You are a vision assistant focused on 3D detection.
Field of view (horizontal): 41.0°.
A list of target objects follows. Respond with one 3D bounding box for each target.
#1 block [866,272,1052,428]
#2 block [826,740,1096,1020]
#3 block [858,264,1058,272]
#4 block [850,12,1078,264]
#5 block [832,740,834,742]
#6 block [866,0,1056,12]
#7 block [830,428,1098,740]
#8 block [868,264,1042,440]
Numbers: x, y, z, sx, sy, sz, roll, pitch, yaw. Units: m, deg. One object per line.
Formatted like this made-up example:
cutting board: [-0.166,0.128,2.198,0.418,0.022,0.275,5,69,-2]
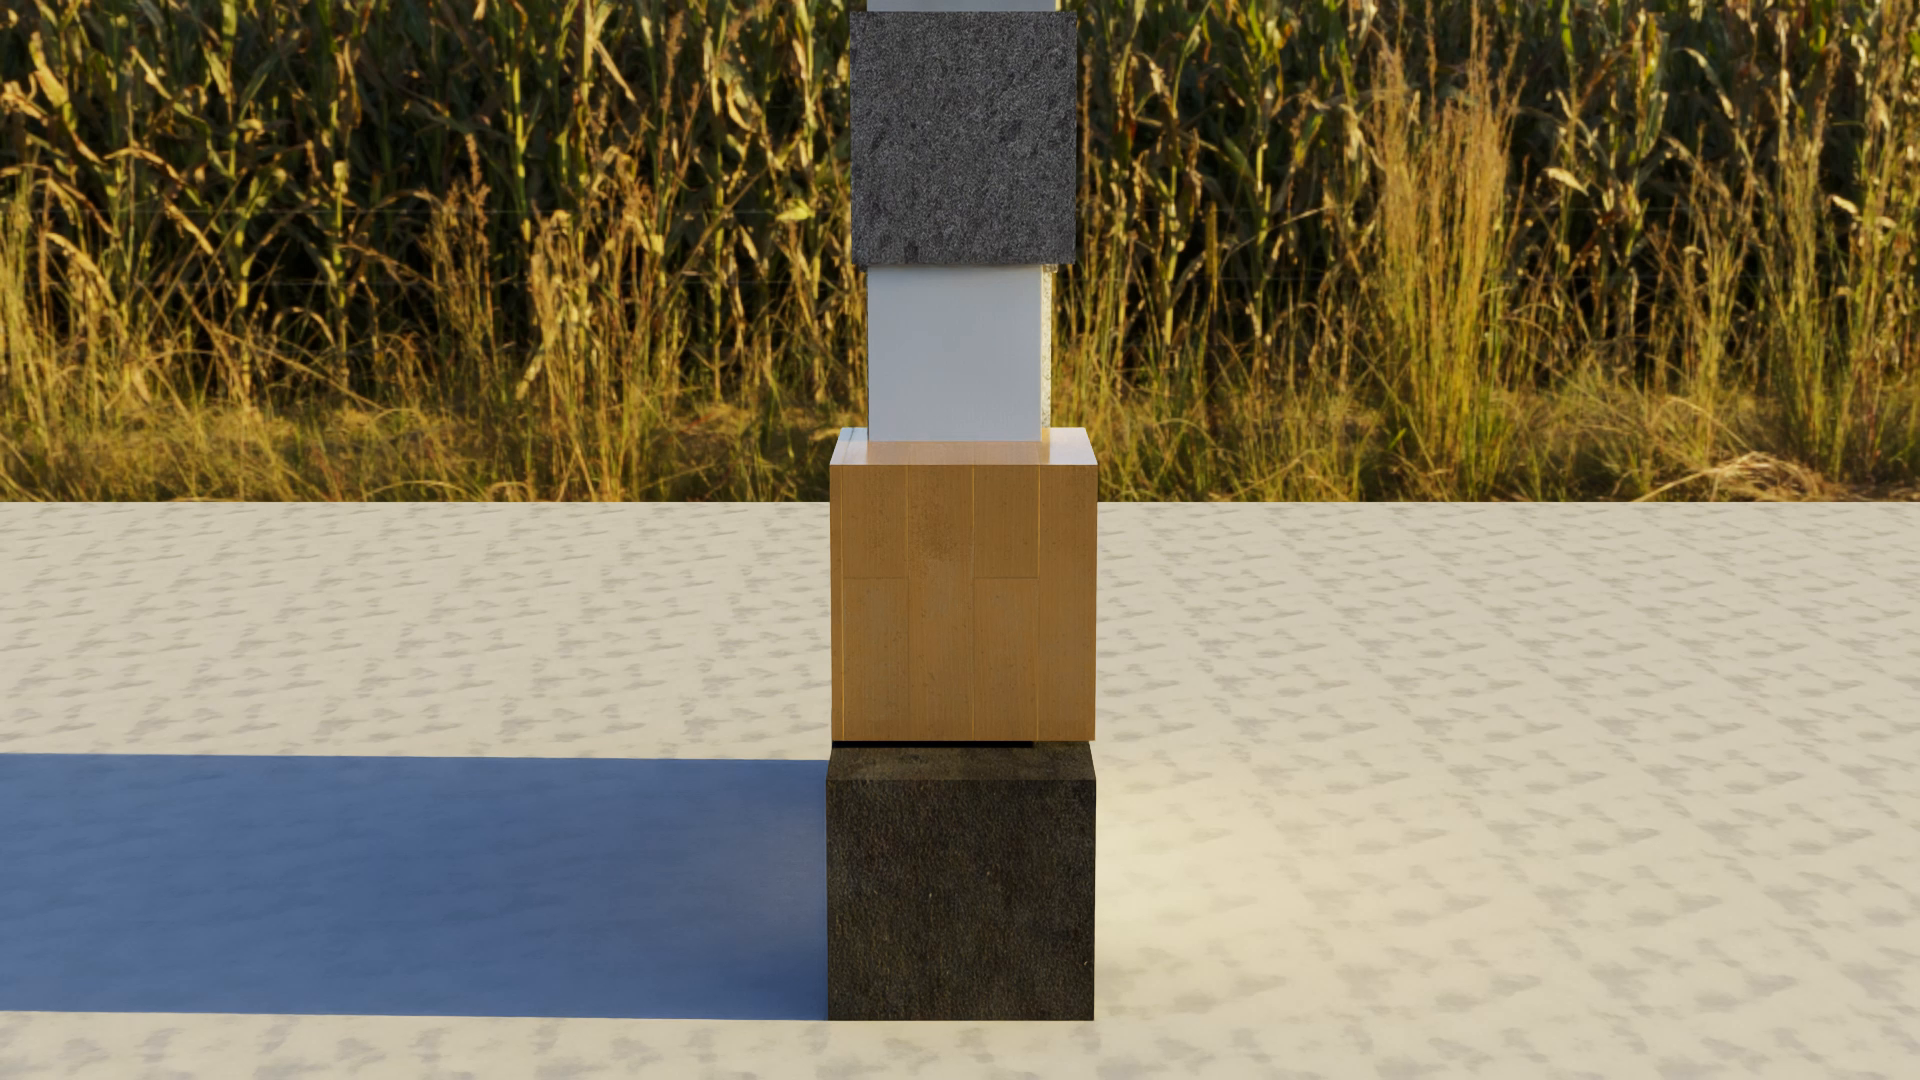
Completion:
block: [-0.004,-0.828,11.410,0.788,0.767,0.819,0,10,0]
block: [0.004,1.263,10.001,0.999,0.936,0.917,0,10,0]
block: [-0.007,-1.635,11.351,0.856,0.844,0.832,0,10,0]
block: [0.013,-1.644,10.458,0.882,0.977,0.872,0,10,0]
block: [-0.018,1.080,10.928,1.006,0.966,0.952,0,10,0]
block: [0.005,-2.544,10.725,0.763,0.701,0.842,0,10,0]
block: [0.014,0.153,10.313,1.016,1.078,1.032,0,10,0]
block: [-0.019,-0.813,10.613,0.694,0.714,0.713,0,10,0]
